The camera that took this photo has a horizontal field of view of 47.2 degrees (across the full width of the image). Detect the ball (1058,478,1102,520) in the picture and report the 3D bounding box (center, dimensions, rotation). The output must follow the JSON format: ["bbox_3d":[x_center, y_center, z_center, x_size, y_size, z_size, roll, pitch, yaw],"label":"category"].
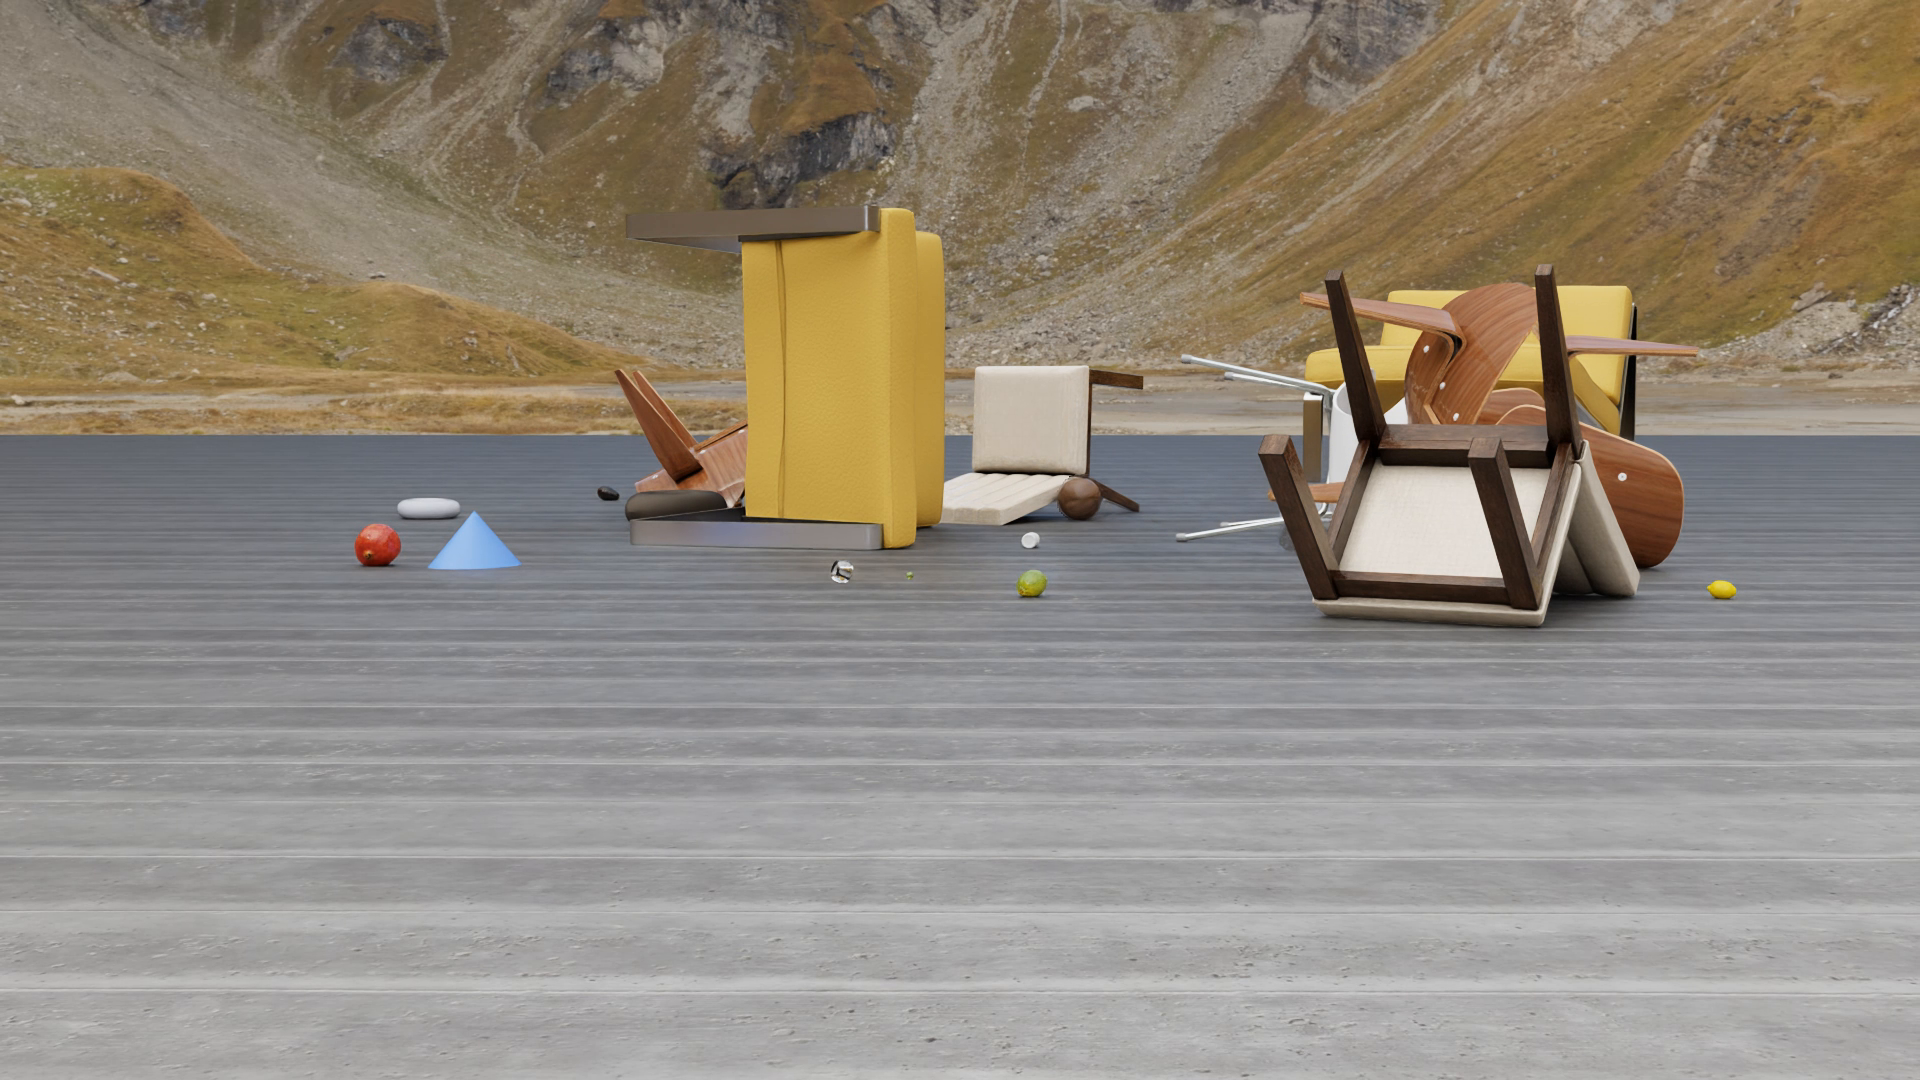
[{"bbox_3d":[0.410,-0.140,7.507,0.149,0.149,0.149,0,4,0],"label":"ball"}]

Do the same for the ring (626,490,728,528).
[{"bbox_3d":[-0.927,-0.100,7.192,0.347,0.114,0.301,-4,7,-39],"label":"ring"}]

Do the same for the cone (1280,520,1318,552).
[{"bbox_3d":[0.964,0.007,6.133,0.120,0.094,0.093,-16,-33,28],"label":"cone"}]

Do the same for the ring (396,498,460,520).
[{"bbox_3d":[-1.848,-0.108,7.651,0.217,0.066,0.217,0,5,-15],"label":"ring"}]

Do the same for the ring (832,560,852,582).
[{"bbox_3d":[-0.275,0.072,5.117,0.039,0.055,0.049,13,14,-26],"label":"ring"}]

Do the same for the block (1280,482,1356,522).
[{"bbox_3d":[1.235,-0.133,7.598,0.195,0.121,0.170,3,5,41],"label":"block"}]

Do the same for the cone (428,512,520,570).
[{"bbox_3d":[-1.234,-0.005,5.593,0.193,0.140,0.257,3,5,39],"label":"cone"}]
